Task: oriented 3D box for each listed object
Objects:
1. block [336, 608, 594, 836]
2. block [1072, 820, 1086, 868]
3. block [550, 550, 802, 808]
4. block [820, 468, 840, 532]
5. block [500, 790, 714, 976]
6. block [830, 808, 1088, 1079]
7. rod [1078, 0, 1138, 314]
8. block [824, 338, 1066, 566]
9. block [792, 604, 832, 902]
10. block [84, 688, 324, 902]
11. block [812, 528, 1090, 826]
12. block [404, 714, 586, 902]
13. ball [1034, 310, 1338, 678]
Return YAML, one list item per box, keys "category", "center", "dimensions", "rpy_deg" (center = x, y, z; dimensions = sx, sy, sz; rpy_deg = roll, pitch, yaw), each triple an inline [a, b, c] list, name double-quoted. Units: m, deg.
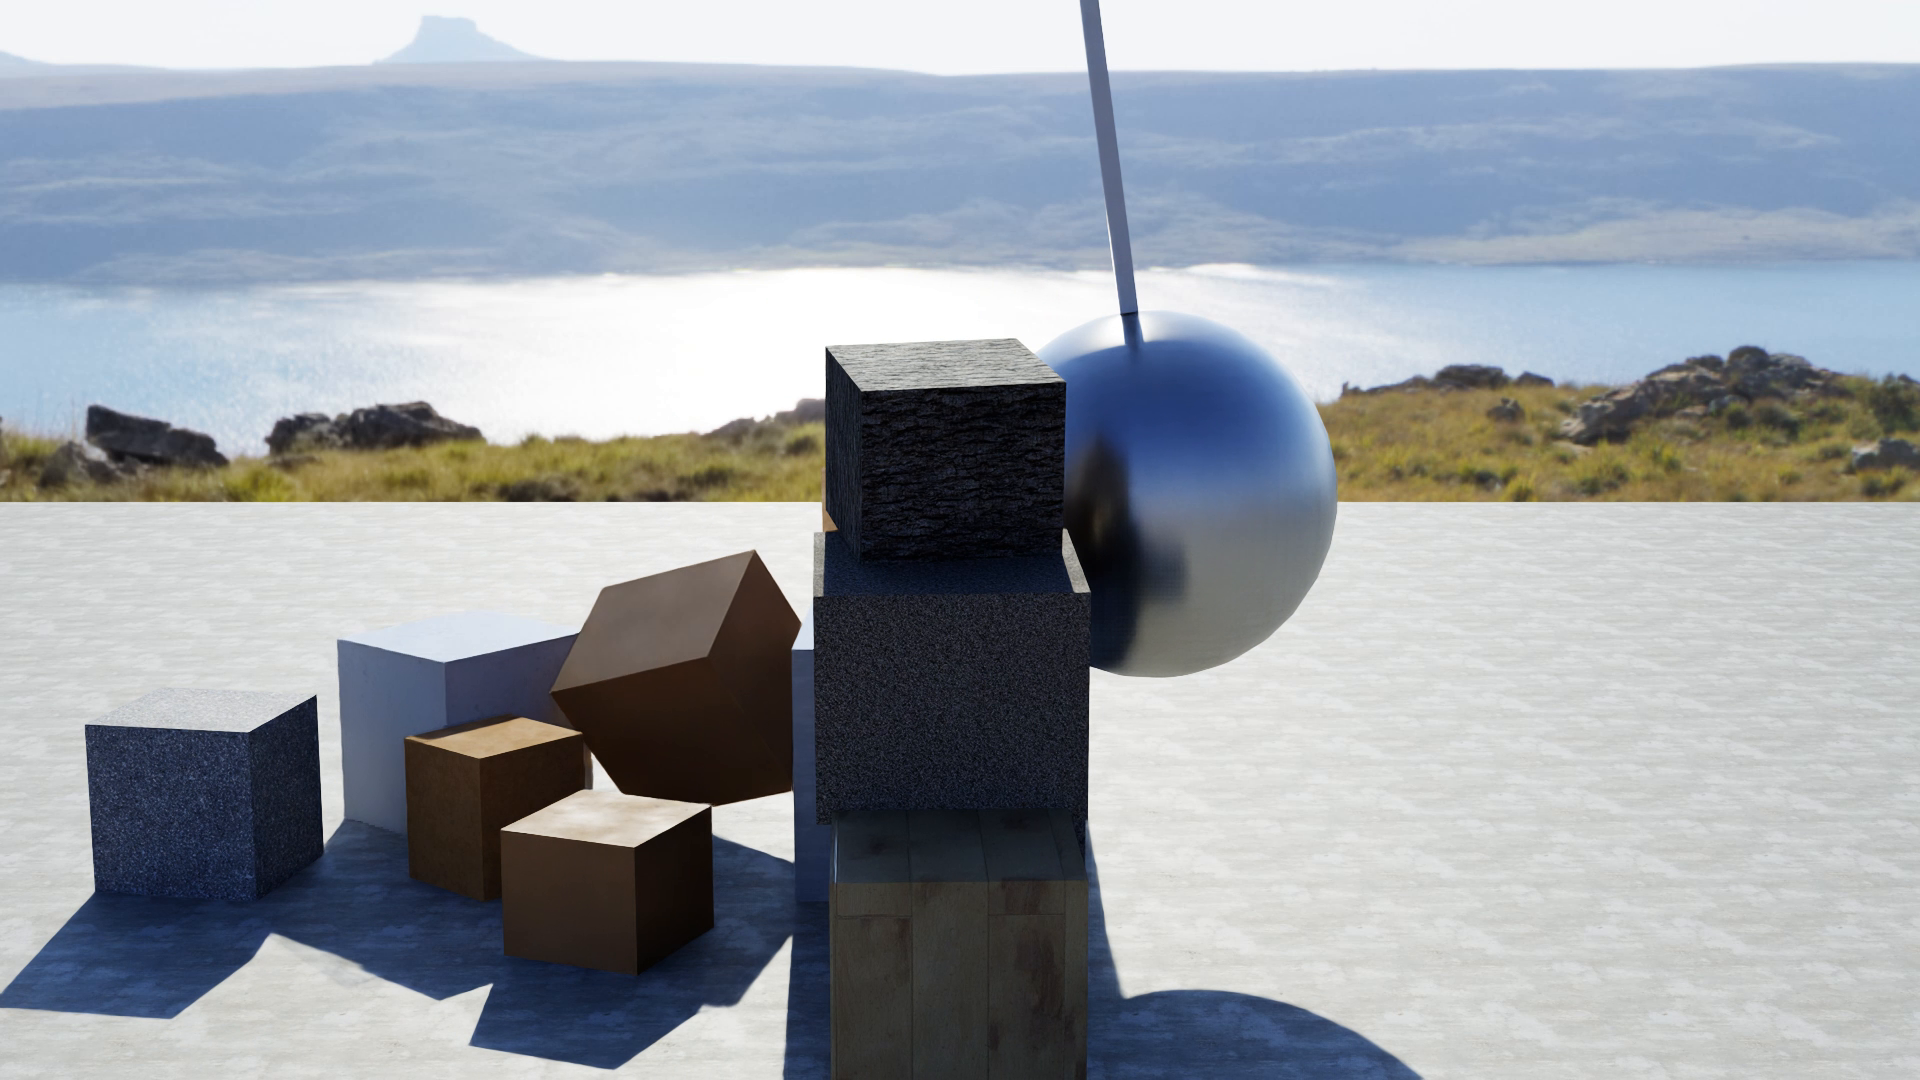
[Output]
- category: "block"
  center: [-2.357, 0.881, 12.259]
  dimensions: [0.792, 0.880, 0.873]
  rpy_deg: [9, 13, 39]
- category: "block"
  center: [0.013, 1.354, 9.714]
  dimensions: [0.881, 0.861, 0.807]
  rpy_deg: [0, 10, 0]
- category: "block"
  center: [-1.236, 0.690, 12.080]
  dimensions: [0.873, 0.852, 0.754]
  rpy_deg: [-14, 34, 26]
- category: "block"
  center: [-0.221, 0.215, 10.381]
  dimensions: [0.651, 0.826, 0.698]
  rpy_deg: [-2, 26, -3]
- category: "block"
  center: [-1.432, 1.386, 10.475]
  dimensions: [0.615, 0.526, 0.636]
  rpy_deg: [4, 11, 22]
- category: "block"
  center: [-0.019, 1.486, 8.852]
  dimensions: [0.846, 0.909, 0.837]
  rpy_deg: [0, 10, -2]
- category: "rod"
  center: [0.362, -3.512, 10.542]
  dimensions: [0.080, 5.200, 0.080]
  rpy_deg: [-8, 10, 1]
- category: "block"
  center: [-0.070, -0.346, 9.690]
  dimensions: [0.758, 0.659, 0.741]
  rpy_deg: [-3, 18, -13]
- category: "block"
  center: [-0.195, 0.906, 11.482]
  dimensions: [0.996, 1.109, 1.146]
  rpy_deg: [0, 10, 2]
- category: "block"
  center: [-3.329, 1.112, 11.355]
  dimensions: [0.753, 0.750, 0.687]
  rpy_deg: [2, 10, 10]
- category: "block"
  center: [-0.051, 0.488, 9.544]
  dimensions: [0.976, 0.849, 0.924]
  rpy_deg: [-1, 14, -3]
- category: "block"
  center: [-2.049, 1.172, 11.338]
  dimensions: [0.526, 0.637, 0.575]
  rpy_deg: [9, 14, 41]
- category: "ball"
  center: [0.836, -0.200, 11.144]
  dimensions: [1.600, 1.600, 1.600]
  rpy_deg: [0, 10, 0]
